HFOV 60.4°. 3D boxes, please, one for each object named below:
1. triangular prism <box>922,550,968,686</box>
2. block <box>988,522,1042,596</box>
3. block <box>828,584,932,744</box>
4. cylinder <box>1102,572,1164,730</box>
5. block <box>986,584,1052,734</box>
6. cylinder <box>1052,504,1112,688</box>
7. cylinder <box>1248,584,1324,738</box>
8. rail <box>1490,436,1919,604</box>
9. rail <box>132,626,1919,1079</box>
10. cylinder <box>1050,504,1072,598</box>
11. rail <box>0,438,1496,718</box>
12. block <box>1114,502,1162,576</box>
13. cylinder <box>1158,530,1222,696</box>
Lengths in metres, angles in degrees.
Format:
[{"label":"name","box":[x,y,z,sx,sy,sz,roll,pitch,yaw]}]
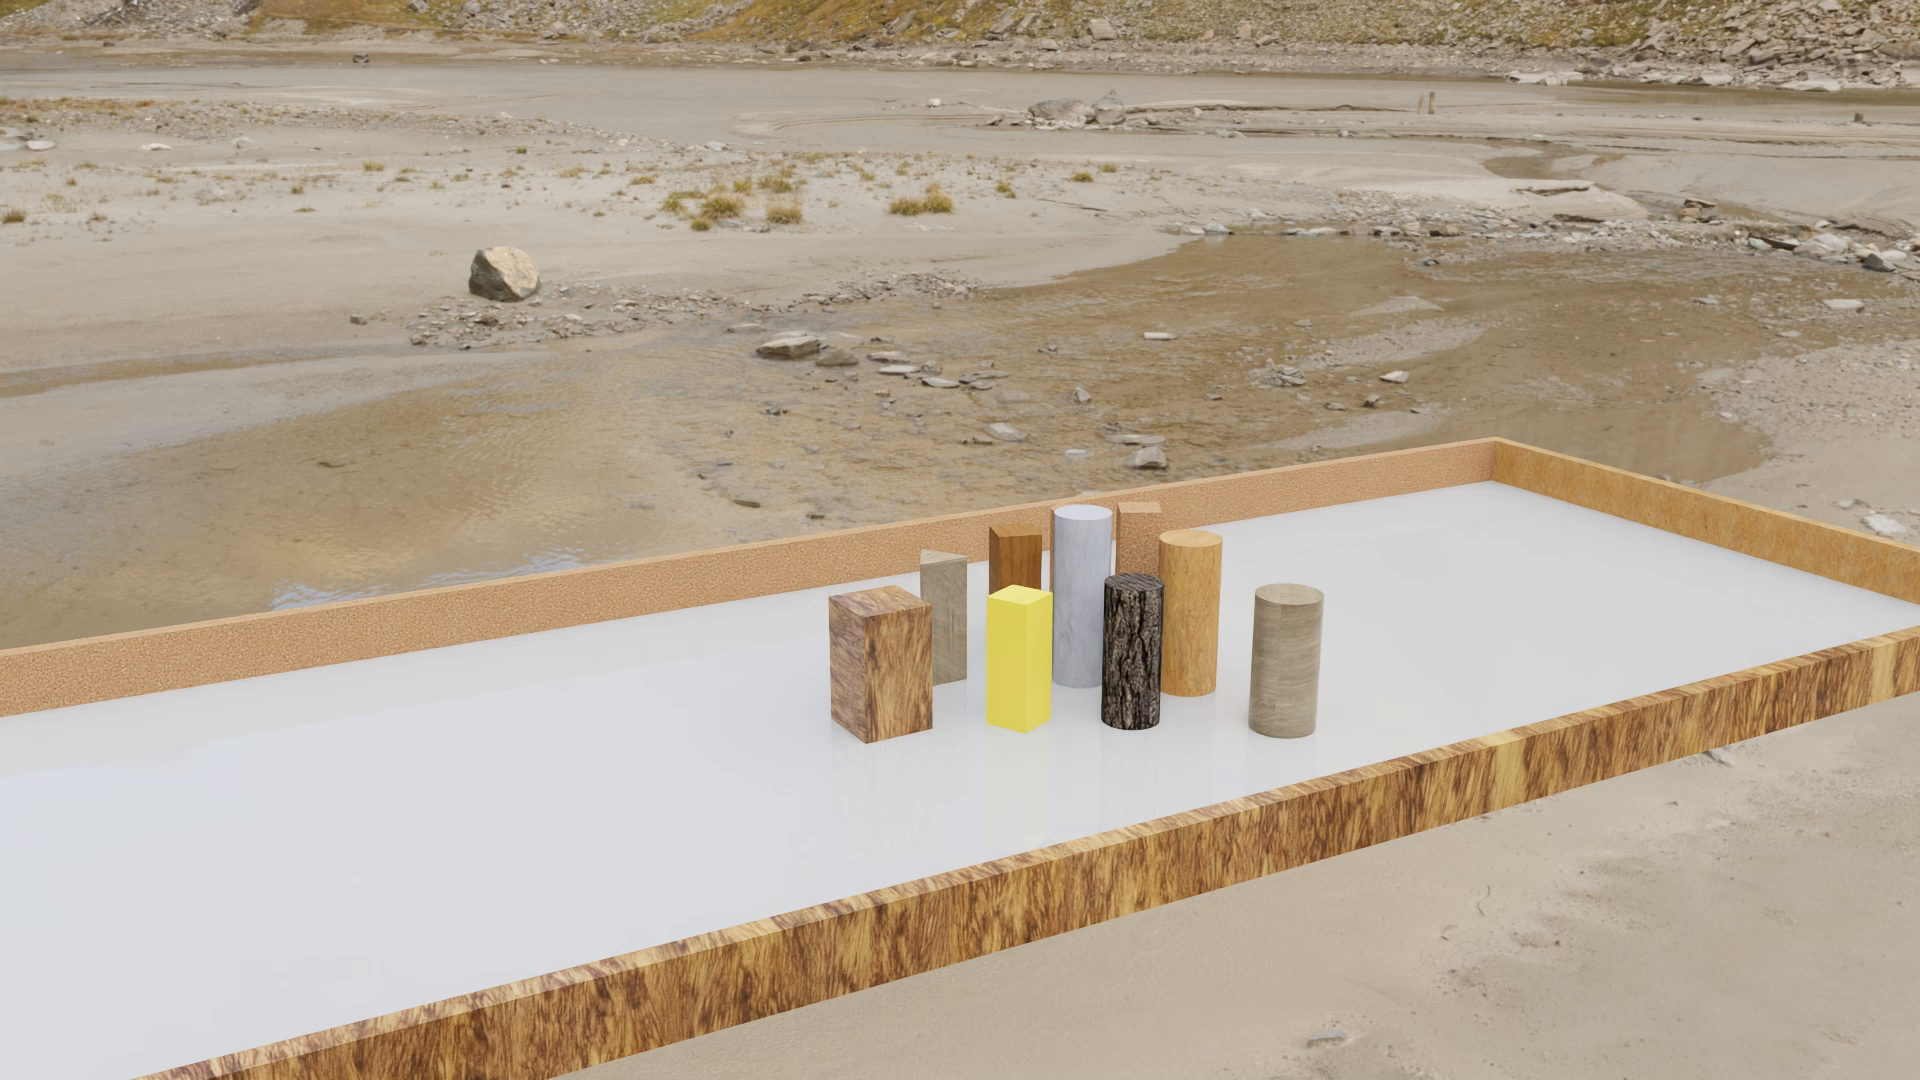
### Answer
[{"label":"triangular prism","box":[-0.066,0.191,4.136,0.130,0.322,0.112,-9,19,-29]},{"label":"block","box":[0.145,0.124,4.376,0.115,0.314,0.115,-3,17,-11]},{"label":"block","box":[-0.185,0.286,3.840,0.176,0.305,0.176,-9,19,-29]},{"label":"cylinder","box":[0.404,0.261,3.863,0.138,0.341,0.138,0,16,0]},{"label":"block","box":[0.138,0.277,3.855,0.110,0.314,0.110,11,20,33]},{"label":"cylinder","box":[0.302,0.141,4.105,0.143,0.435,0.143,0,16,0]},{"label":"cylinder","box":[0.755,0.279,3.826,0.157,0.326,0.157,0,16,0]},{"label":"rail","box":[2.466,-0.048,5.253,0.050,0.150,2.100,-9,18,-27]},{"label":"rail","box":[-2.336,1.006,1.665,12.000,0.150,0.050,-9,18,-27]},{"label":"cylinder","box":[0.302,0.058,4.618,0.101,0.305,0.101,0,16,0]},{"label":"rail","box":[-3.305,0.497,3.399,12.000,0.150,0.050,-9,18,-27]},{"label":"block","box":[0.467,0.098,4.340,0.107,0.383,0.107,0,16,0]},{"label":"cylinder","box":[0.562,0.179,4.064,0.153,0.384,0.153,0,16,0]}]
